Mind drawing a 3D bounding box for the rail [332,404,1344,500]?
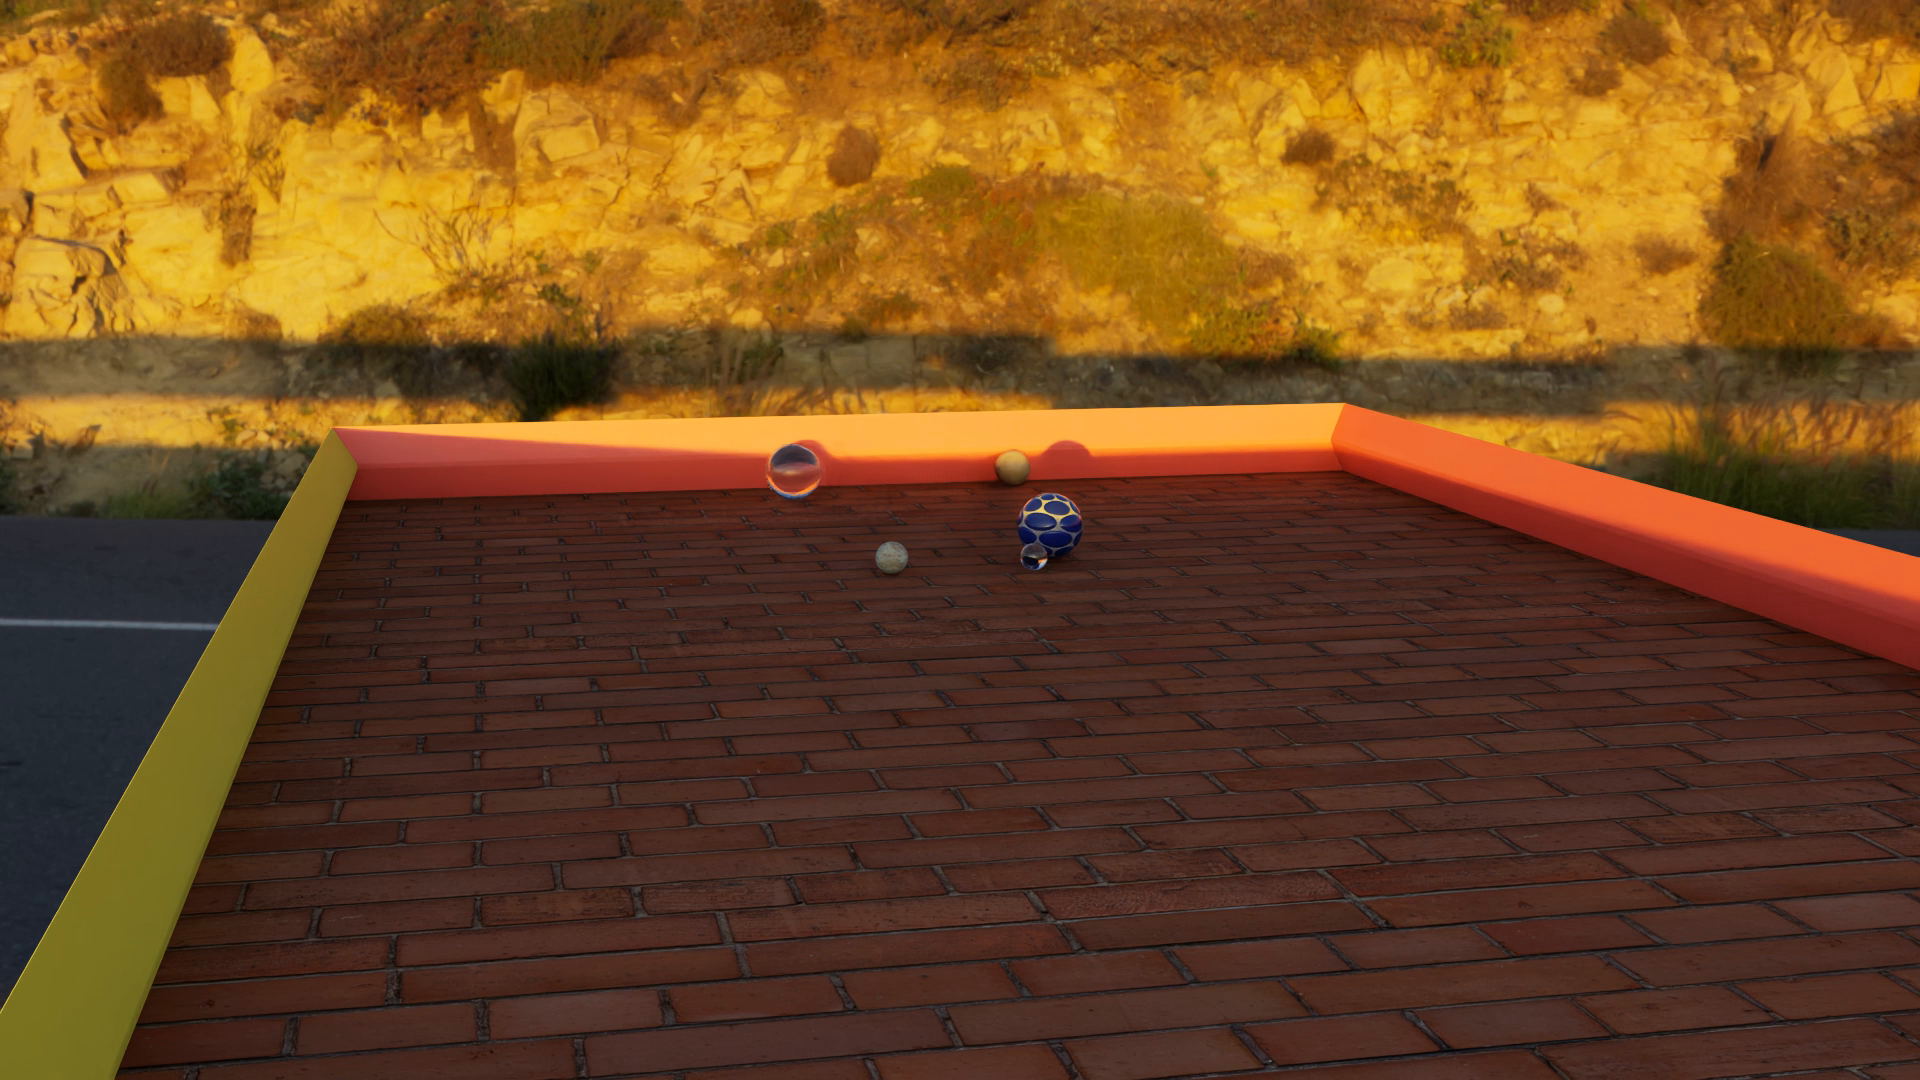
[{"bbox_3d":[-0.175,-0.164,4.053,1.897,0.129,0.045,-2,10,-12],"label":"rail"}]

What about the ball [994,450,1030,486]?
[{"bbox_3d":[0.096,-0.134,4.074,0.065,0.065,0.065,0,10,0],"label":"ball"}]

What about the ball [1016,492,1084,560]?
[{"bbox_3d":[0.135,-0.021,3.300,0.099,0.099,0.099,0,10,0],"label":"ball"}]

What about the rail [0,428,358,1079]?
[{"bbox_3d":[-0.724,0.141,2.242,0.045,0.129,3.406,-2,10,-12],"label":"rail"}]

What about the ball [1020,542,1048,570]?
[{"bbox_3d":[0.108,0.024,3.209,0.041,0.041,0.041,0,10,0],"label":"ball"}]

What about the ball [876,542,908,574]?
[{"bbox_3d":[-0.099,0.026,3.178,0.048,0.048,0.048,0,10,0],"label":"ball"}]

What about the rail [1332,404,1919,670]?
[{"bbox_3d":[1.084,0.076,2.628,0.045,0.129,3.406,-2,10,-12],"label":"rail"}]

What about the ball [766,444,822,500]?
[{"bbox_3d":[-0.295,-0.120,3.895,0.097,0.097,0.097,0,10,0],"label":"ball"}]
